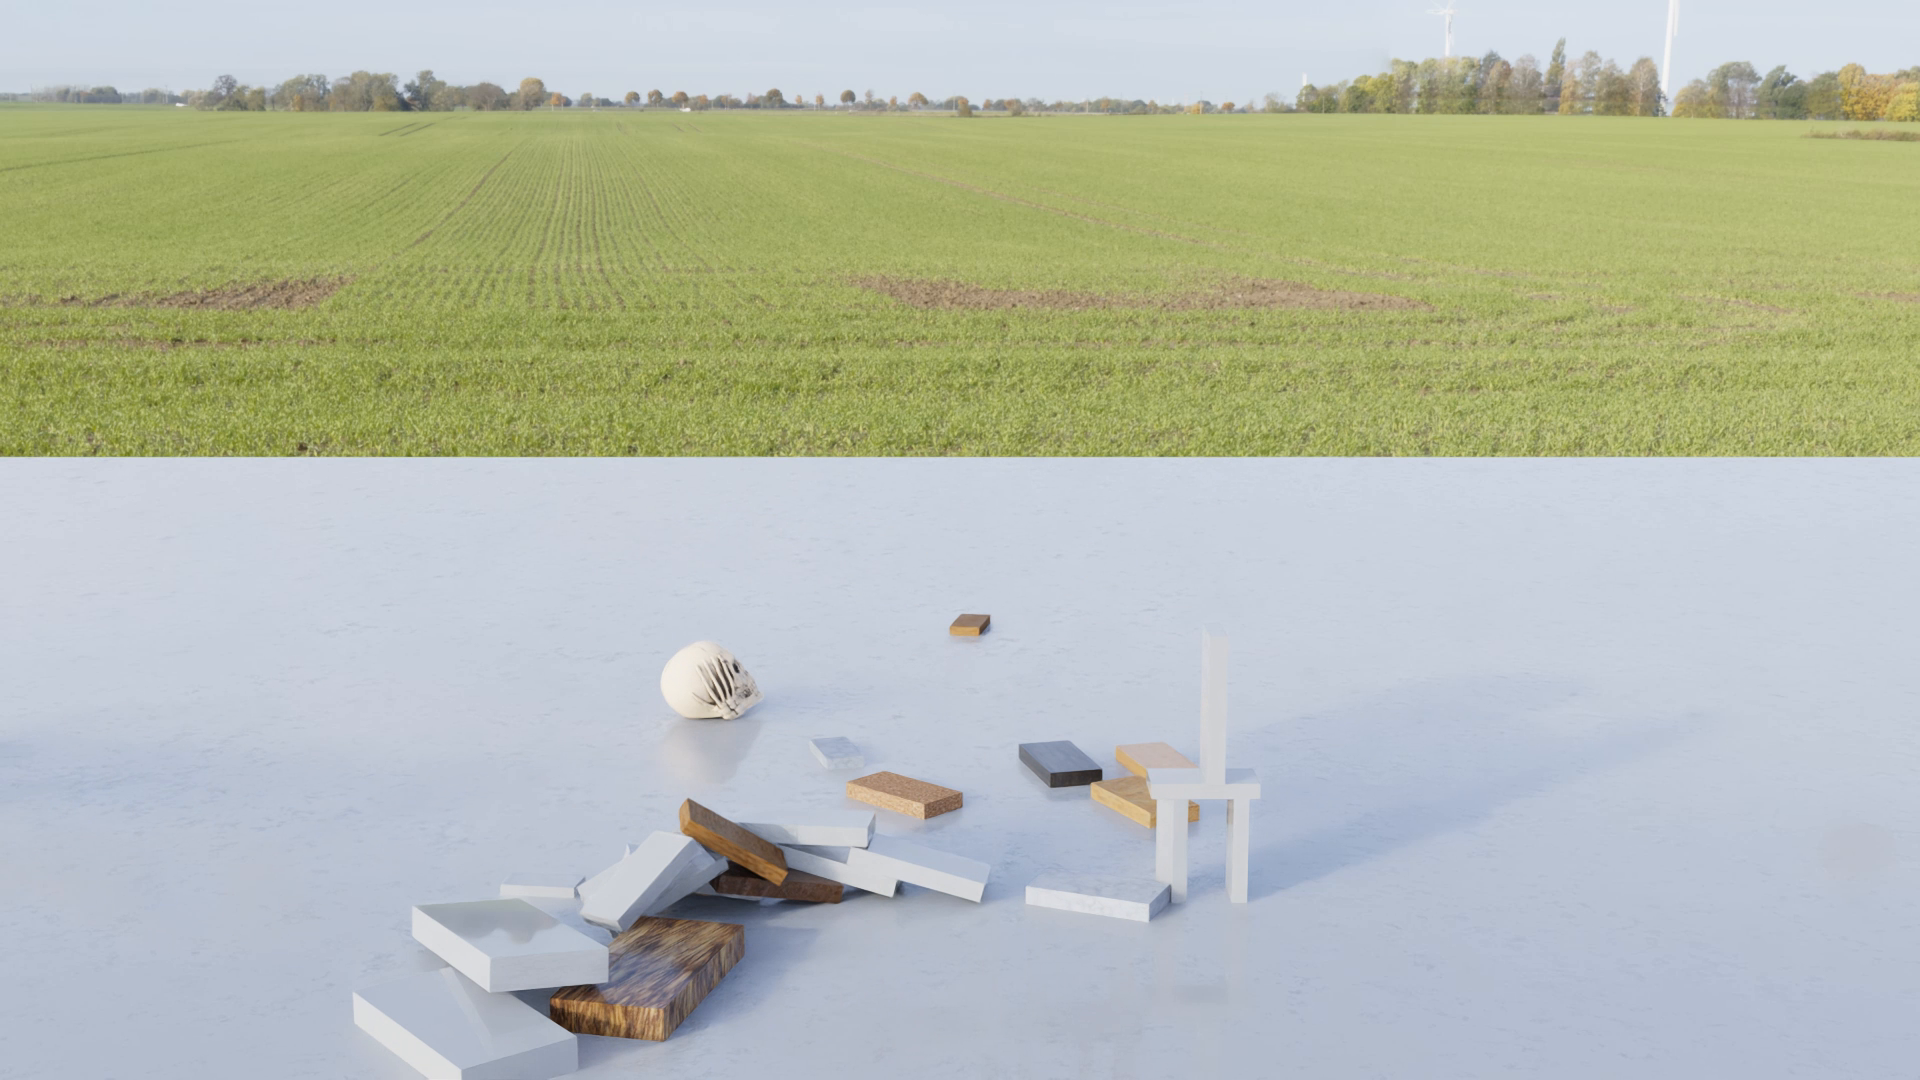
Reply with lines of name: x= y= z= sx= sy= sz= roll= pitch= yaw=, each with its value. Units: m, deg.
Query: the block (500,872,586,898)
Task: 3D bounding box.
block: x=-0.698 y=0.578 z=3.684 sx=0.126 sy=0.018 sz=0.063 roll=1 pitch=11 yaw=8

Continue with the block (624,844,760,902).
block: x=-0.443 y=0.551 z=3.648 sx=0.215 sy=0.030 sz=0.108 roll=11 pitch=10 yaw=-17

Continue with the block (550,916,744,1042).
block: x=-0.455 y=0.643 z=3.249 sx=0.171 sy=0.048 sz=0.341 roll=3 pitch=11 yaw=13

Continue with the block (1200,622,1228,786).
block: x=0.416 y=0.268 z=3.608 sx=0.029 sy=0.248 sz=0.104 roll=0 pitch=11 yaw=0

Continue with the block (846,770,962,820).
block: x=-0.106 y=0.482 z=4.168 sx=0.208 sy=0.029 sz=0.104 roll=10 pitch=14 yaw=42

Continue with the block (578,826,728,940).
block: x=-0.491 y=0.542 z=3.521 sx=0.215 sy=0.030 sz=0.108 roll=-30 pitch=46 yaw=-22

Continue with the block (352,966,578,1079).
block: x=-0.690 y=0.680 z=3.052 sx=0.171 sy=0.048 sz=0.341 roll=-8 pitch=13 yaw=-38

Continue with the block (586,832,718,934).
block: x=-0.485 y=0.541 z=3.478 sx=0.185 sy=0.026 sz=0.093 roll=-31 pitch=47 yaw=-23

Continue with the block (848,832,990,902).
block: x=-0.067 y=0.543 z=3.670 sx=0.228 sy=0.032 sz=0.114 roll=15 pitch=9 yaw=4

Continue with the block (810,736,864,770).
block: x=-0.251 y=0.432 z=4.462 sx=0.076 sy=0.022 sz=0.152 roll=-3 pitch=11 yaw=-17

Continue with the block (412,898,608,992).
block: x=-0.676 y=0.598 z=3.272 sx=0.171 sy=0.048 sz=0.443 roll=1 pitch=1 yaw=-28

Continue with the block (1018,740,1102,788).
block: x=0.198 y=0.444 z=4.371 sx=0.107 sy=0.030 sz=0.213 roll=-3 pitch=11 yaw=-15

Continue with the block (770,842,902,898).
block: x=-0.209 y=0.537 z=3.687 sx=0.228 sy=0.032 sz=0.114 roll=15 pitch=9 yaw=6

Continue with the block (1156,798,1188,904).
block: x=0.352 y=0.503 z=3.651 sx=0.025 sy=0.178 sz=0.089 roll=-2 pitch=11 yaw=-12

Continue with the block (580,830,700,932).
block: x=-0.499 y=0.531 z=3.429 sx=0.093 sy=0.026 sz=0.185 roll=3 pitch=39 yaw=43

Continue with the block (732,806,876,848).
block: x=-0.261 y=0.479 z=3.680 sx=0.228 sy=0.032 sz=0.114 roll=2 pitch=7 yaw=5

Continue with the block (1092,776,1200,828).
block: x=0.346 y=0.490 z=4.125 sx=0.107 sy=0.030 sz=0.213 roll=-5 pitch=12 yaw=-26

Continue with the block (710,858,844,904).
block: x=-0.311 y=0.555 z=3.623 sx=0.215 sy=0.030 sz=0.108 roll=9 pitch=10 yaw=-25

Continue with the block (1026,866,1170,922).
block: x=0.227 y=0.583 z=3.624 sx=0.213 sy=0.030 sz=0.107 roll=5 pitch=11 yaw=23

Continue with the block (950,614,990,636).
block: x=0.026 y=0.216 z=5.622 sx=0.076 sy=0.022 sz=0.152 roll=2 pitch=11 yaw=11

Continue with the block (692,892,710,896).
block: x=-0.479 y=0.564 z=3.670 sx=0.126 sy=0.018 sz=0.063 roll=12 pitch=9 yaw=-9

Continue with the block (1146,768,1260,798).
block: x=0.401 y=0.402 z=3.634 sx=0.178 sy=0.025 sz=0.089 roll=0 pitch=11 yaw=0

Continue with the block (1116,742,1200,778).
block: x=0.394 y=0.446 z=4.366 sx=0.104 sy=0.029 sz=0.208 roll=-3 pitch=11 yaw=-16

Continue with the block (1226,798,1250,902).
block: x=0.460 y=0.502 z=3.653 sx=0.025 sy=0.178 sz=0.089 roll=0 pitch=11 yaw=0

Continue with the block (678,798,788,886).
block: x=-0.368 y=0.489 z=3.563 sx=0.185 sy=0.026 sz=0.093 roll=32 pitch=8 yaw=-17
